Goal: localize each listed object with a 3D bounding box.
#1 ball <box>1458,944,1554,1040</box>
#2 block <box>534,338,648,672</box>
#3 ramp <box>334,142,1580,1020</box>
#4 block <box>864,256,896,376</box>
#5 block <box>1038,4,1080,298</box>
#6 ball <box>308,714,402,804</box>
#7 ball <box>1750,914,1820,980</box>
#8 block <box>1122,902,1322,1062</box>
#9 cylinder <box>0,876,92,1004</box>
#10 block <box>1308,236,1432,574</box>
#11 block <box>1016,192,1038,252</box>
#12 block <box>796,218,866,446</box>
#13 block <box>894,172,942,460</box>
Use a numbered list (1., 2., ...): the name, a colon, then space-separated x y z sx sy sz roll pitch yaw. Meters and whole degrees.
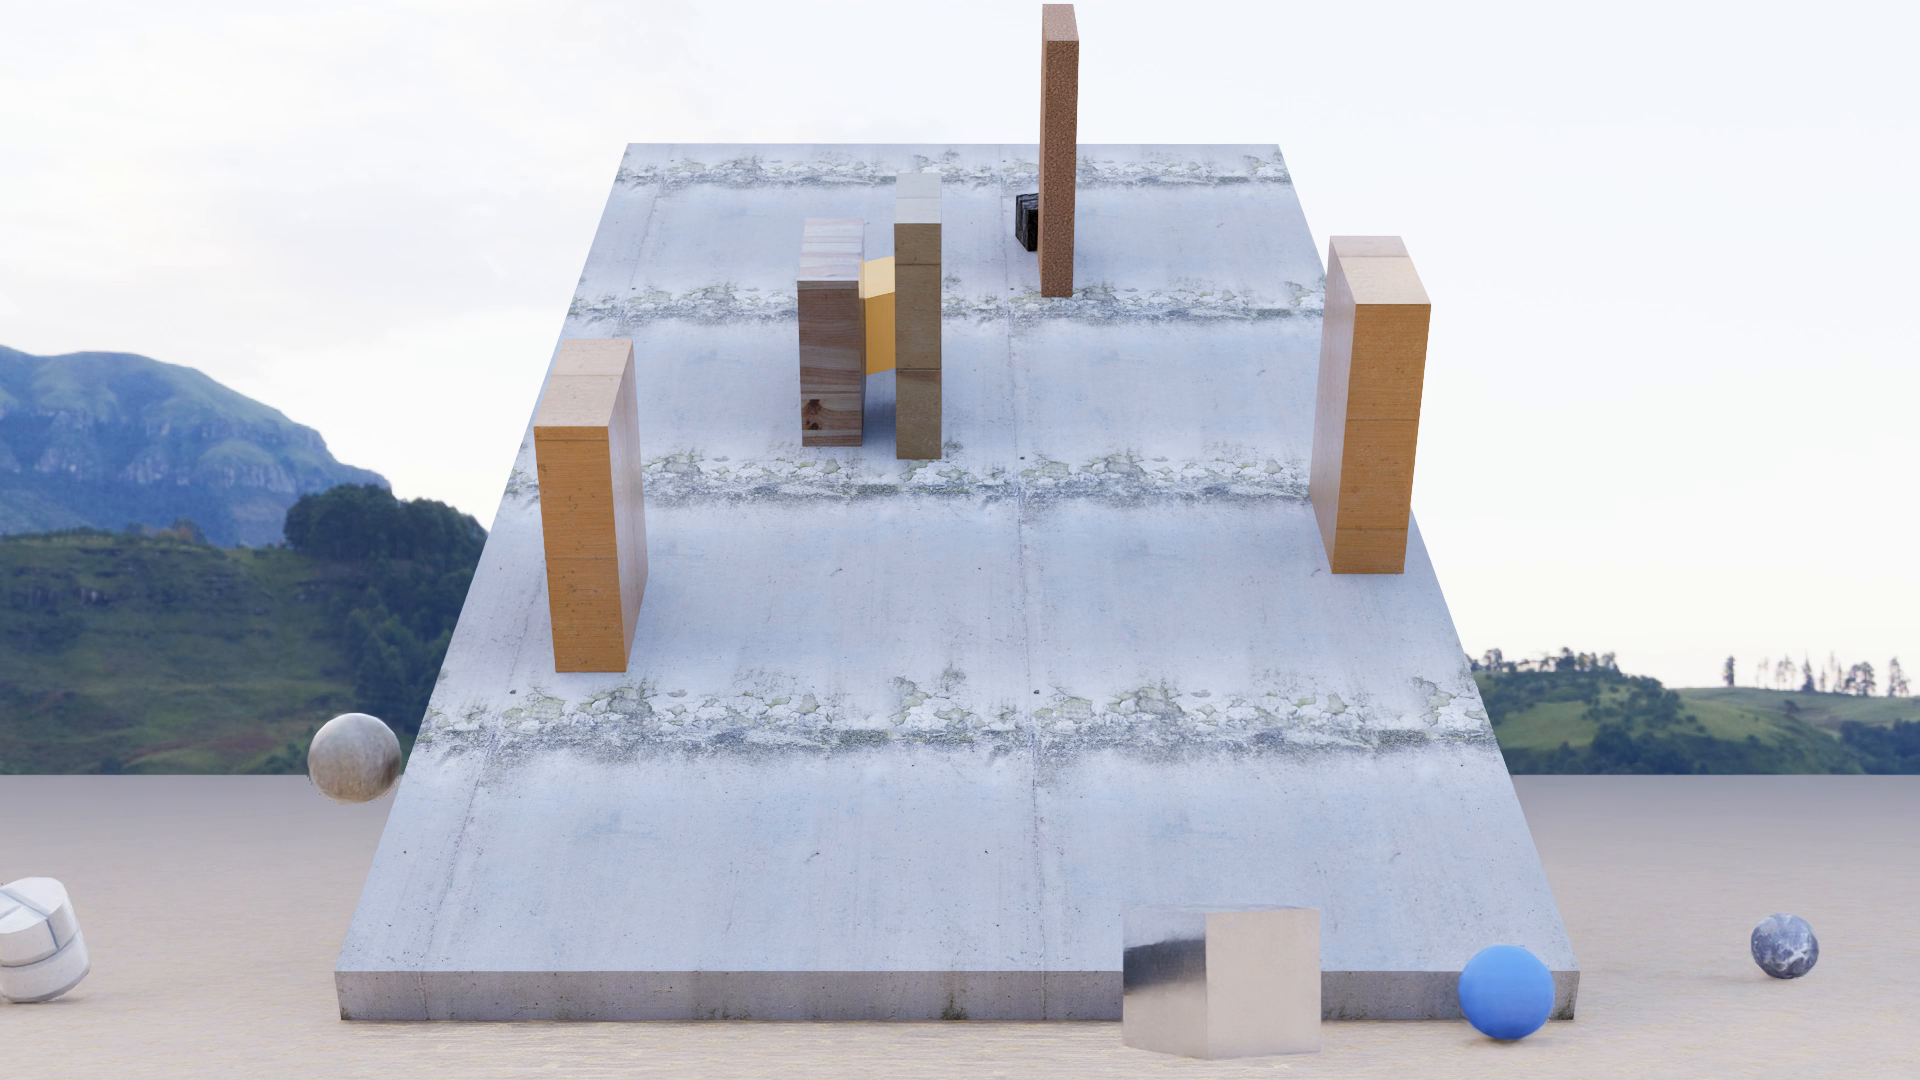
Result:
1. ball: 0.822 0.681 3.606 0.141 0.141 0.141 0 -5 0
2. block: -0.715 -0.071 4.683 0.136 0.529 0.398 0 29 0
3. ramp: -0.012 -0.220 5.620 2.000 0.100 4.000 0 29 0
4. block: -0.204 -0.556 5.920 0.202 0.202 0.202 -16 33 -28
5. block: 0.255 -1.018 6.265 0.082 0.689 0.330 0 29 0
6. ball: -1.121 0.405 4.434 0.168 0.168 0.168 0 -5 0
7. ball: 1.599 0.788 4.642 0.126 0.126 0.126 0 -5 0
8. block: 0.380 0.638 3.487 0.205 0.205 0.205 3 -6 -31
9. cylinder: -1.619 0.698 4.181 0.156 0.156 0.156 -5 30 3
10. block: 0.850 -0.284 5.003 0.149 0.608 0.368 0 29 0
11. block: 0.228 -0.880 6.604 0.121 0.121 0.121 -7 29 -13
12. block: -0.295 -0.488 5.578 0.137 0.410 0.387 0 29 0
13. block: -0.093 -0.510 5.452 0.102 0.571 0.319 0 29 0
